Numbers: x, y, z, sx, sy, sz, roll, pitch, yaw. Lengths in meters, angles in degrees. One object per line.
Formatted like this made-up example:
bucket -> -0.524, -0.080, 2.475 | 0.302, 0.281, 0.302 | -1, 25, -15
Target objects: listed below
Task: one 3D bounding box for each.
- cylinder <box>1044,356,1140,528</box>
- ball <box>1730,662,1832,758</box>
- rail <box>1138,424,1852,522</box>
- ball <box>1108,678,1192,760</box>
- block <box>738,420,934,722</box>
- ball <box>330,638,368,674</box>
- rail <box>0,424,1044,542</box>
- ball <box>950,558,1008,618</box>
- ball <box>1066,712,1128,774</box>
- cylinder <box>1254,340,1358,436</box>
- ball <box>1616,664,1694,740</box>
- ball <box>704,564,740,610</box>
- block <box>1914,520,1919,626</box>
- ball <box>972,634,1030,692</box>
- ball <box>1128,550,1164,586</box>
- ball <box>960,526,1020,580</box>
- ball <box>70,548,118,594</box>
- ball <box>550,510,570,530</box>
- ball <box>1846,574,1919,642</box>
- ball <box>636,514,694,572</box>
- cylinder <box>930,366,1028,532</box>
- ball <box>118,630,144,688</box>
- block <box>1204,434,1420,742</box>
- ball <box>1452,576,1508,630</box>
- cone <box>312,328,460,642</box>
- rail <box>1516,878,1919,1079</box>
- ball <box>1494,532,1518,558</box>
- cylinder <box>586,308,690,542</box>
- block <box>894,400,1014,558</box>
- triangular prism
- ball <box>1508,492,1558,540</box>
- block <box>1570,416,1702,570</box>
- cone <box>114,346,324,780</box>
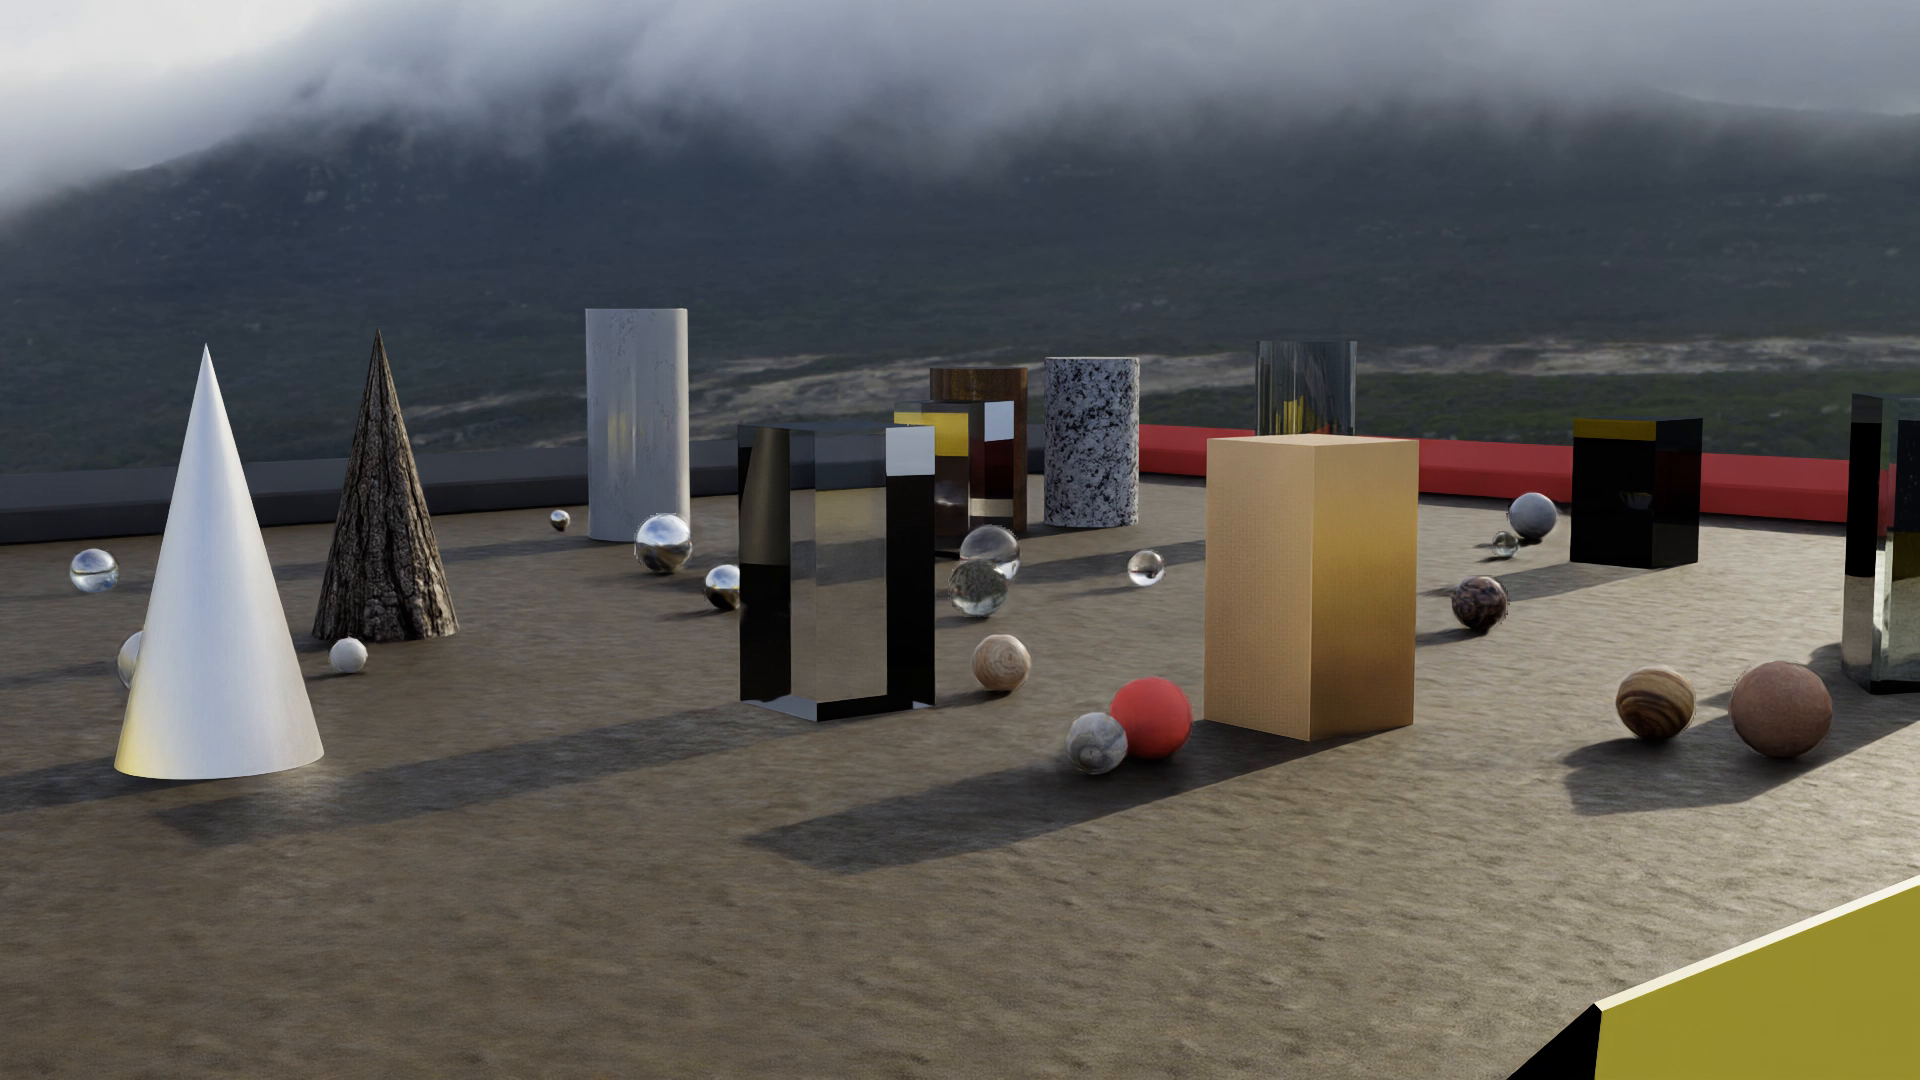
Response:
cylinder -> 0.276, -0.209, 4.623 | 0.199, 0.347, 0.199 | 0, 6, 0
ball -> 0.821, 0.169, 2.199 | 0.096, 0.096, 0.096 | 0, 6, 0
rail -> 1.651, -0.124, 4.847 | 0.045, 0.129, 3.832 | -5, 8, -42
ball -> 0.189, 0.178, 2.190 | 0.082, 0.082, 0.082 | 0, 6, 0
block -> -0.140, 0.029, 2.485 | 0.159, 0.317, 0.159 | -4, 7, -37
ball -> -0.754, 0.142, 2.712 | 0.044, 0.044, 0.044 | 0, 6, 0
rail -> -1.283, -0.110, 4.715 | 4.541, 0.129, 0.045 | -5, 8, -42
ball -> 0.028, 0.069, 3.207 | 0.086, 0.086, 0.086 | 0, 6, 0
ball -> 0.132, 0.196, 2.120 | 0.060, 0.060, 0.060 | 0, 6, 0
cylinder -> 0.684, -0.202, 4.367 | 0.199, 0.386, 0.199 | 0, 6, 0
ball -> 0.724, 0.169, 2.290 | 0.078, 0.078, 0.078 | 0, 6, 0
ball -> -0.349, 0.070, 3.289 | 0.067, 0.067, 0.067 | 0, 6, 0
block -> 1.467, -0.051, 3.086 | 0.159, 0.350, 0.159 | -4, 7, -34
ball -> 0.048, 0.144, 2.579 | 0.068, 0.068, 0.068 | 0, 6, 0
ball -> 0.302, 0.046, 3.566 | 0.058, 0.058, 0.058 | 0, 6, 0
ball -> 0.048, 0.027, 3.551 | 0.099, 0.099, 0.099 | 0, 6, 0
ball -> -1.370, 0.049, 3.479 | 0.071, 0.071, 0.071 | 0, 6, 0
ball -> -0.814, -0.040, 4.475 | 0.041, 0.041, 0.041 | 0, 6, 0
ball -> 1.248, 0.091, 2.973 | 0.092, 0.092, 0.092 | 0, 6, 0
ball -> -0.503, 0.006, 3.751 | 0.100, 0.100, 0.100 | 0, 6, 0
cylinder -> 0.038, -0.186, 4.484 | 0.199, 0.330, 0.199 | 0, 6, 0
ball -> -0.930, 0.142, 2.540 | 0.080, 0.080, 0.080 | 0, 6, 0
block -> 0.378, 0.045, 2.376 | 0.159, 0.307, 0.159 | -4, 7, -37
ball -> 0.728, 0.088, 3.084 | 0.076, 0.076, 0.076 | 0, 6, 0
cone -> -0.799, -0.084, 3.039 | 0.199, 0.426, 0.199 | 0, 6, 0
rail -> 1.283, 0.178, 1.948 | 4.541, 0.129, 0.045 | -5, 8, -42
ball -> 0.991, 0.008, 3.991 | 0.045, 0.045, 0.045 | 0, 6, 0
cylinder -> -0.636, -0.231, 4.342 | 0.199, 0.448, 0.199 | 0, 6, 0
block -> -0.011, -0.116, 4.051 | 0.159, 0.279, 0.159 | 4, 7, 32
triangular prism -> 1.121, -0.001, 2.639 | 0.172, 0.345, 0.149 | -2, 6, -19
ball -> 1.119, -0.047, 4.296 | 0.092, 0.092, 0.092 | 0, 6, 0
block -> 1.199, -0.088, 3.899 | 0.159, 0.256, 0.159 | -6, 8, -43
cone -> -0.739, 0.012, 2.175 | 0.199, 0.414, 0.199 | 0, 6, 0
